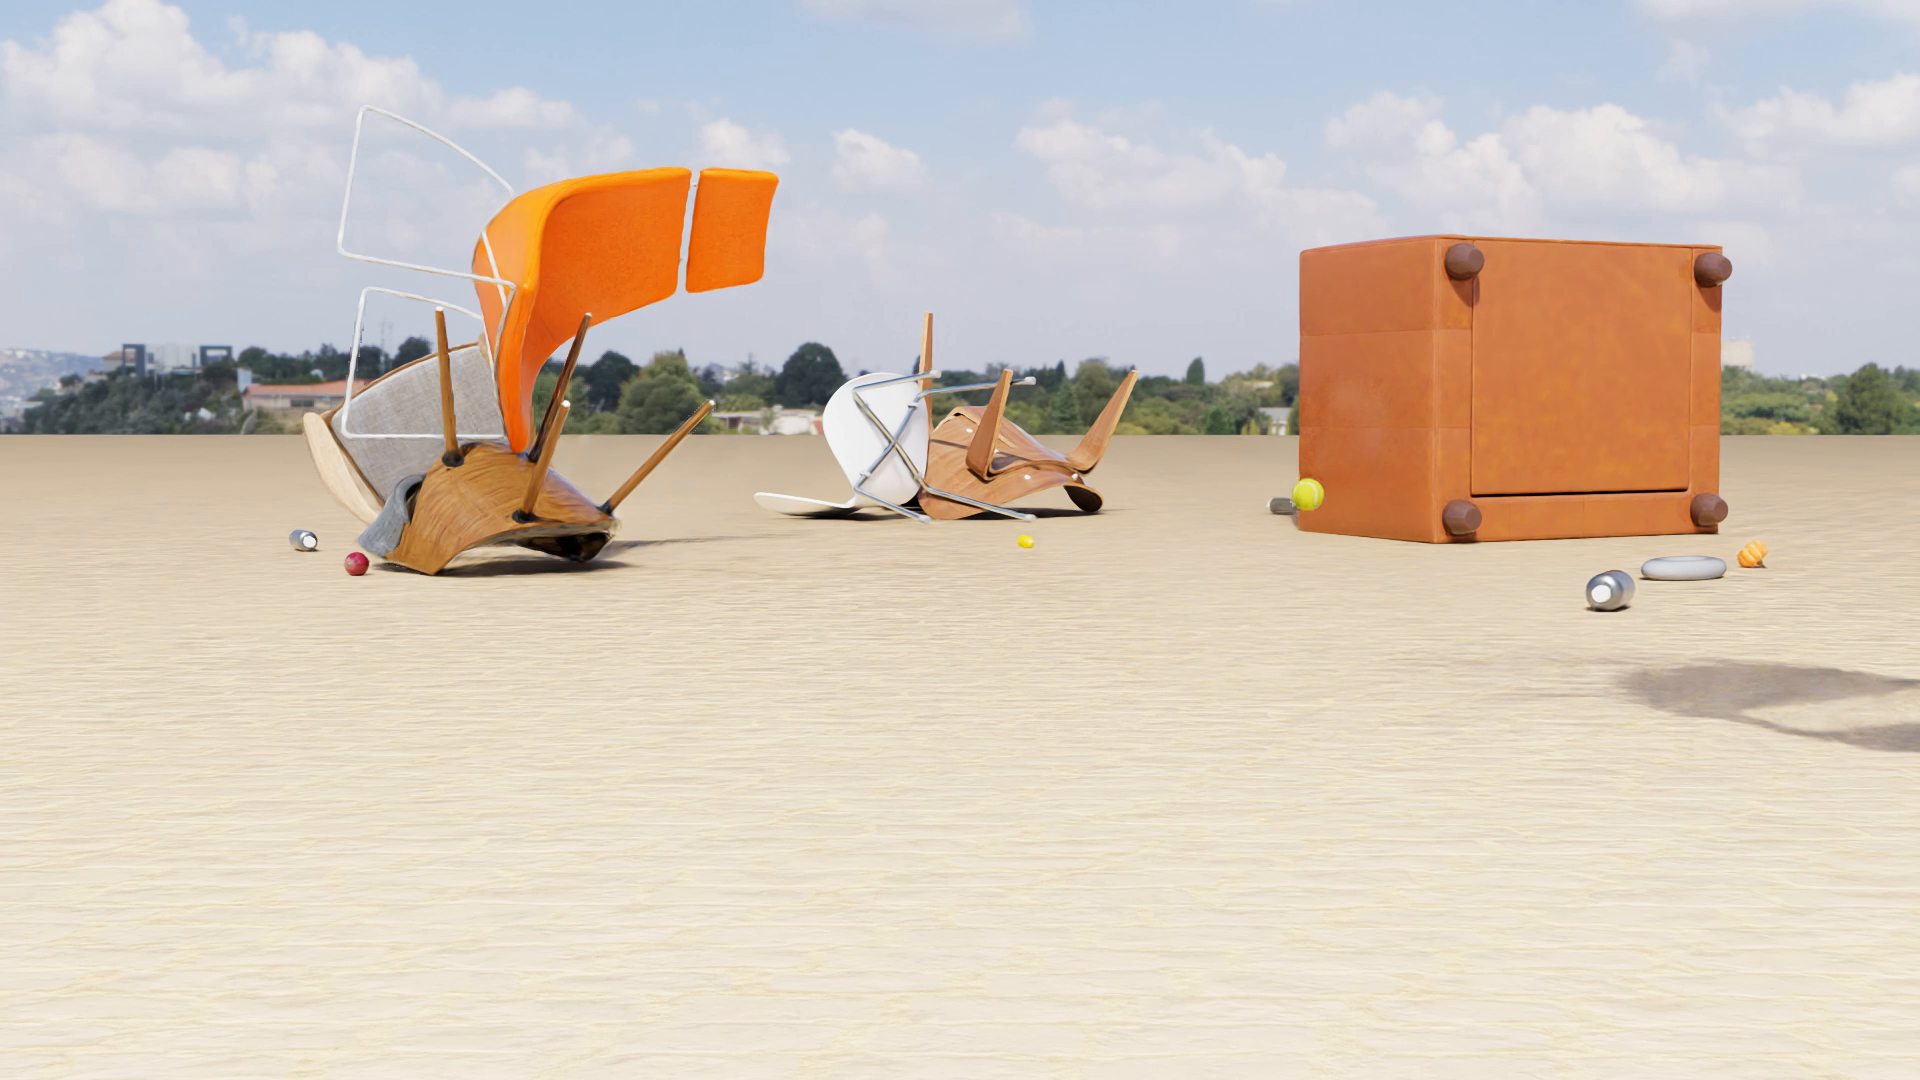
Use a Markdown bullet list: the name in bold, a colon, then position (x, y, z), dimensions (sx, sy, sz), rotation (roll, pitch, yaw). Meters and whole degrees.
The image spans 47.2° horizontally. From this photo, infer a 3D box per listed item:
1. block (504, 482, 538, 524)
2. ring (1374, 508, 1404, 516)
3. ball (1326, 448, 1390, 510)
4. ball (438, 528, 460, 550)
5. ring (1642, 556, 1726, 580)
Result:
- **block**: position (-1.472, -0.125, 7.385), dimensions (0.093, 0.134, 0.088), rotation (-2, 4, -25)
- **ring**: position (1.530, -0.101, 7.823), dimensions (0.102, 0.026, 0.137), rotation (4, 5, 35)
- **ball**: position (1.468, -0.225, 8.116), dimensions (0.234, 0.234, 0.234), rotation (0, 4, 0)
- **ball**: position (-1.420, -0.001, 6.119), dimensions (0.060, 0.060, 0.060), rotation (0, 4, 0)
- **ring**: position (1.717, 0.068, 5.216), dimensions (0.259, 0.048, 0.142), rotation (-3, 6, -34)
